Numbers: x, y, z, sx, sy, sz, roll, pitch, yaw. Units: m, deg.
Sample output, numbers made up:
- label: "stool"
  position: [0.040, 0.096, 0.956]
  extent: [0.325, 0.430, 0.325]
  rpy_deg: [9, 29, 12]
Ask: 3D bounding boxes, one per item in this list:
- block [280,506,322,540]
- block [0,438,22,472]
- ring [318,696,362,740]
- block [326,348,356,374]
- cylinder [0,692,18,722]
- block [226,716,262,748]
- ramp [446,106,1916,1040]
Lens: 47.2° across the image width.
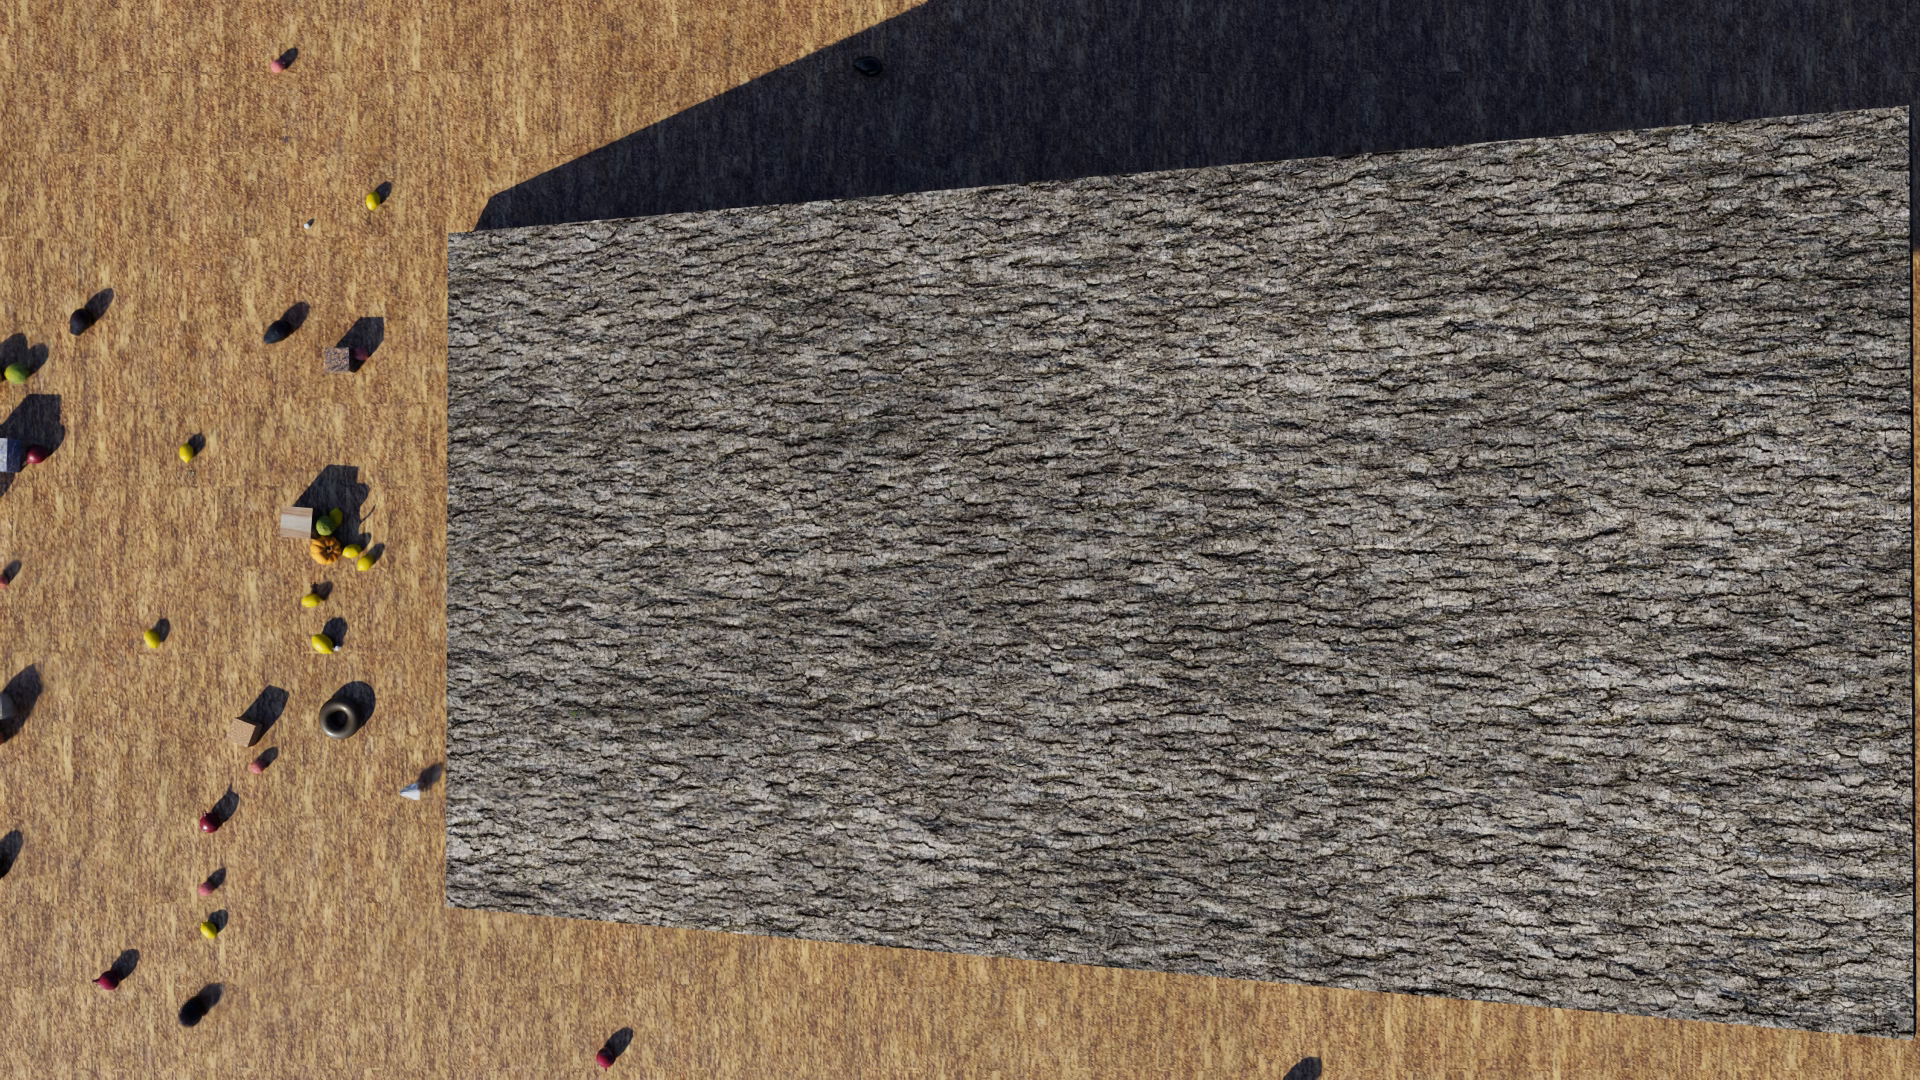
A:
- label: "block"
  position: [-1.971, -0.052, 6.575]
  extent: [0.091, 0.091, 0.091]
  rpy_deg: [4, 89, 0]
- label: "block"
  position: [-2.877, -0.254, 6.574]
  extent: [0.098, 0.098, 0.098]
  rpy_deg: [2, 89, 0]
- label: "ring"
  position: [-1.858, 0.533, 6.593]
  extent: [0.130, 0.043, 0.130]
  rpy_deg: [0, 90, -1]
- label: "block"
  position: [-1.857, -0.538, 6.591]
  extent: [0.071, 0.071, 0.071]
  rpy_deg: [0, 89, 0]
- label: "cylinder"
  position: [-2.866, 0.502, 6.581]
  extent: [0.069, 0.069, 0.069]
  rpy_deg: [-24, 89, 0]
- label: "block"
  position: [-2.142, 0.574, 6.580]
  extent: [0.069, 0.069, 0.069]
  rpy_deg: [21, 89, 0]
- label: "ramp"
  position: [0.278, 0.079, 5.662]
  extent: [4.000, 0.100, 2.000]
  rpy_deg: [0, 89, 27]
